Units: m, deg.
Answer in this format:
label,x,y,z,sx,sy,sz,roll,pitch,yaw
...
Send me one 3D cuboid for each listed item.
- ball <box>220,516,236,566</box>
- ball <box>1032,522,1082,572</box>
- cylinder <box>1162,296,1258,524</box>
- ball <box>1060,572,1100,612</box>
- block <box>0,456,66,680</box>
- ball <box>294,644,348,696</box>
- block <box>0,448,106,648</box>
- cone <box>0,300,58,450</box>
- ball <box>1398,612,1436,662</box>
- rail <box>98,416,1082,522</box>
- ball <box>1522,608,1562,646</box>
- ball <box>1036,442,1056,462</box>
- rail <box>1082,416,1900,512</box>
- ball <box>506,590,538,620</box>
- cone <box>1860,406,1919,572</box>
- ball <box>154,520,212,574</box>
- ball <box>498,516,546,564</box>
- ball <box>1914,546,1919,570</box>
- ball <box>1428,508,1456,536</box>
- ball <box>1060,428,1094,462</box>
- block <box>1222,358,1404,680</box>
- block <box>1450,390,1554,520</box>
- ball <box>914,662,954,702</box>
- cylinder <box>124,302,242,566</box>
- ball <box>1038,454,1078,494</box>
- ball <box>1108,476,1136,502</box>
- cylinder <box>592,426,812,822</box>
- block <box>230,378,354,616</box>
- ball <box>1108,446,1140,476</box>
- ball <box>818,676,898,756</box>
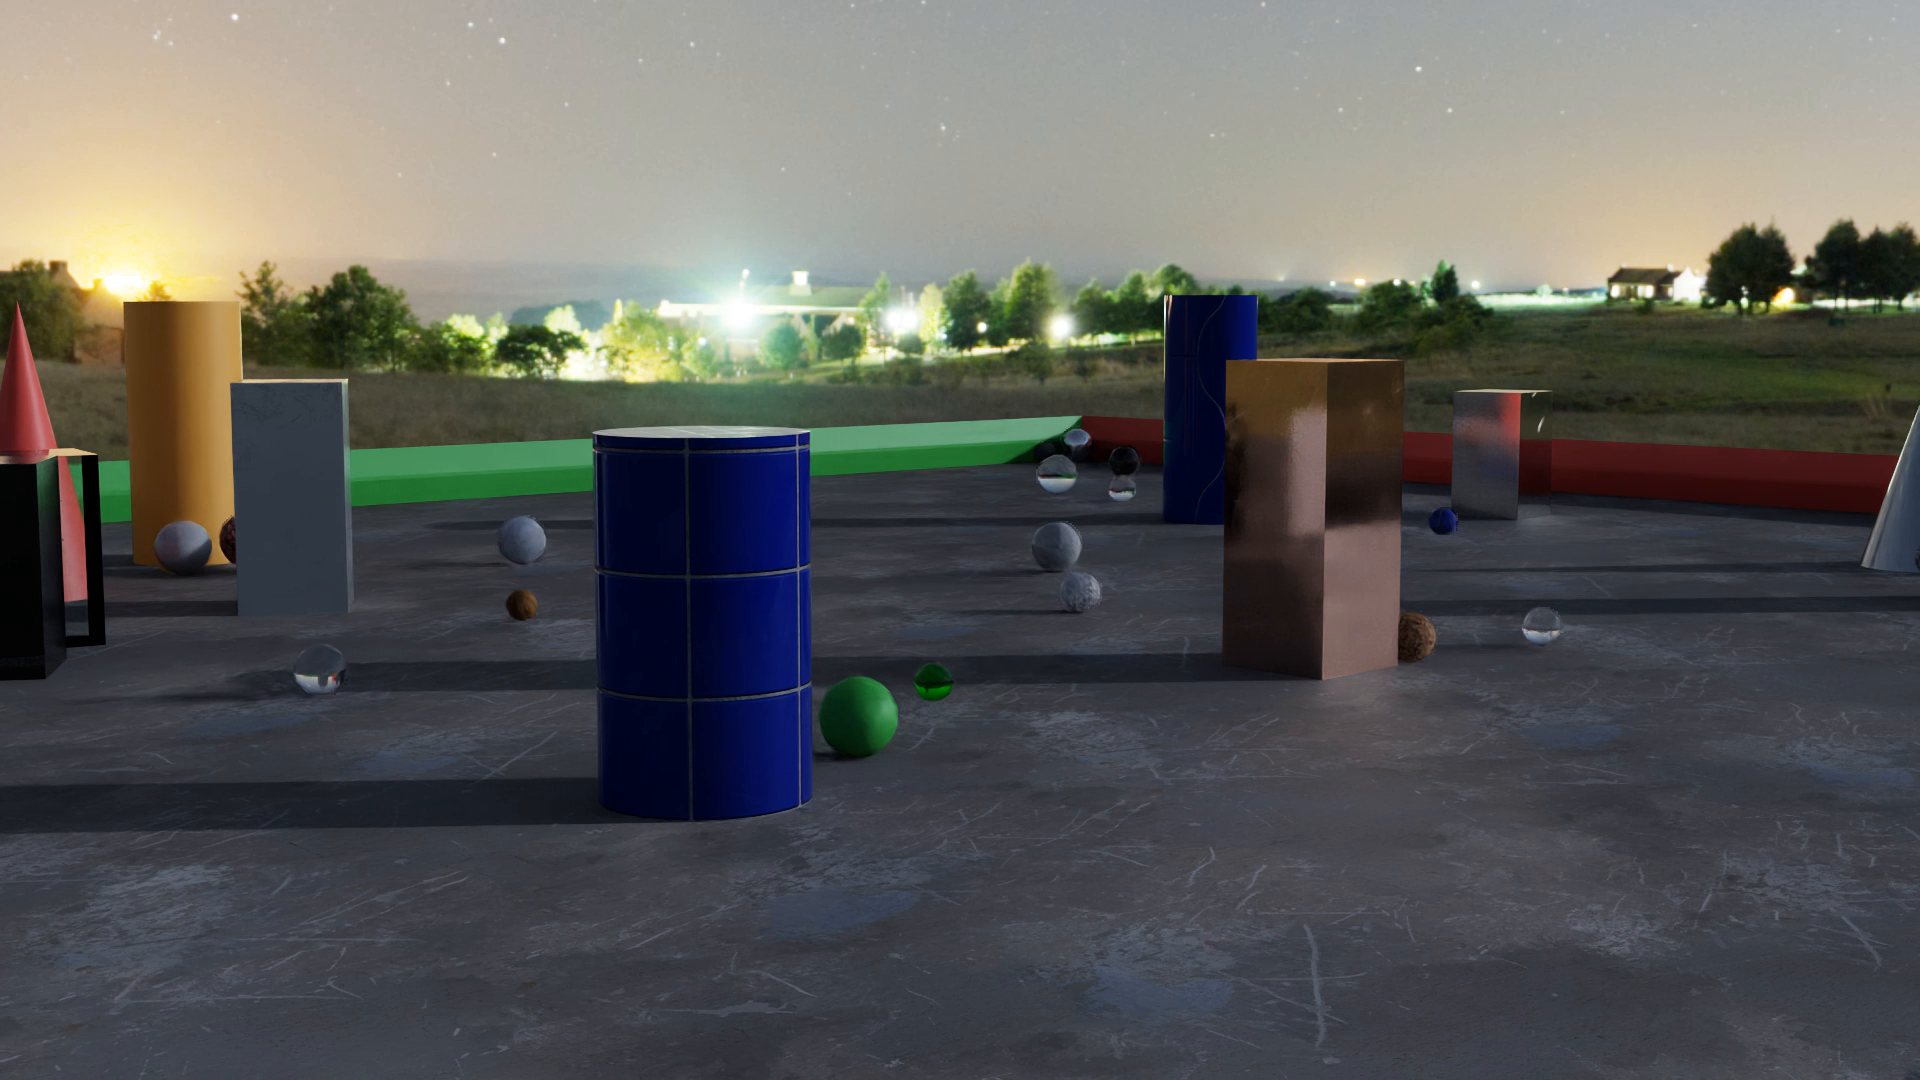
label,x,y,z,sx,sy,sz,roll,pitch,yaw
ball,-1.224,0.001,3.787,0.097,0.097,0.097,0,6,0
ball,0.164,0.012,3.746,0.085,0.085,0.085,0,6,0
cylinder,0.527,-0.277,4.635,0.195,0.474,0.195,0,6,0
ball,0.177,0.076,3.245,0.060,0.060,0.060,0,6,0
block,-1.199,0.032,2.702,0.156,0.261,0.156,-1,6,-13
ball,-0.740,0.150,2.546,0.059,0.059,0.059,0,6,0
block,-1.245,0.011,2.938,0.156,0.254,0.156,-4,7,-33
cone,-1.467,-0.145,3.446,0.195,0.459,0.195,0,6,0
ball,0.568,0.123,2.781,0.065,0.065,0.065,0,6,0
rail,-1.446,-0.130,4.890,4.971,0.126,0.045,-5,8,-42
ball,0.772,0.116,2.919,0.050,0.050,0.050,0,6,0
ball,0.249,-0.254,6.398,0.059,0.059,0.059,0,6,0
rail,1.809,-0.141,4.992,0.045,0.126,4.311,-5,8,-42
ball,-0.629,0.093,3.158,0.044,0.044,0.044,0,6,0
cone,1.667,-0.112,3.804,0.195,0.318,0.195,0,6,0
ball,-1.310,0.012,3.709,0.092,0.092,0.092,0,6,0
ball,-0.768,0.001,3.857,0.083,0.083,0.083,0,6,0
ball,1.634,0.030,3.696,0.058,0.058,0.058,0,6,0
ball,0.954,-0.037,4.348,0.055,0.055,0.055,0,6,0
ball,0.344,-0.277,6.440,0.097,0.097,0.097,0,6,0
block,0.439,-0.033,2.739,0.156,0.382,0.156,-6,8,-43
block,1.171,-0.187,4.752,0.156,0.269,0.156,5,8,40
ball,-0.030,0.162,2.505,0.044,0.044,0.044,0,6,0
cylinder,-1.370,-0.192,3.897,0.195,0.458,0.195,0,6,0
ball,0.235,-0.158,5.314,0.096,0.096,0.096,0,6,0
ball,0.376,-0.118,5.087,0.063,0.063,0.063,0,6,0
cylinder,-0.232,0.069,1.995,0.195,0.335,0.195,0,6,0
block,-0.993,-0.067,3.278,0.156,0.339,0.156,-1,6,-12
ball,0.438,-0.210,5.875,0.081,0.081,0.081,0,6,0
ball,-0.101,0.176,2.196,0.080,0.080,0.080,0,6,0
